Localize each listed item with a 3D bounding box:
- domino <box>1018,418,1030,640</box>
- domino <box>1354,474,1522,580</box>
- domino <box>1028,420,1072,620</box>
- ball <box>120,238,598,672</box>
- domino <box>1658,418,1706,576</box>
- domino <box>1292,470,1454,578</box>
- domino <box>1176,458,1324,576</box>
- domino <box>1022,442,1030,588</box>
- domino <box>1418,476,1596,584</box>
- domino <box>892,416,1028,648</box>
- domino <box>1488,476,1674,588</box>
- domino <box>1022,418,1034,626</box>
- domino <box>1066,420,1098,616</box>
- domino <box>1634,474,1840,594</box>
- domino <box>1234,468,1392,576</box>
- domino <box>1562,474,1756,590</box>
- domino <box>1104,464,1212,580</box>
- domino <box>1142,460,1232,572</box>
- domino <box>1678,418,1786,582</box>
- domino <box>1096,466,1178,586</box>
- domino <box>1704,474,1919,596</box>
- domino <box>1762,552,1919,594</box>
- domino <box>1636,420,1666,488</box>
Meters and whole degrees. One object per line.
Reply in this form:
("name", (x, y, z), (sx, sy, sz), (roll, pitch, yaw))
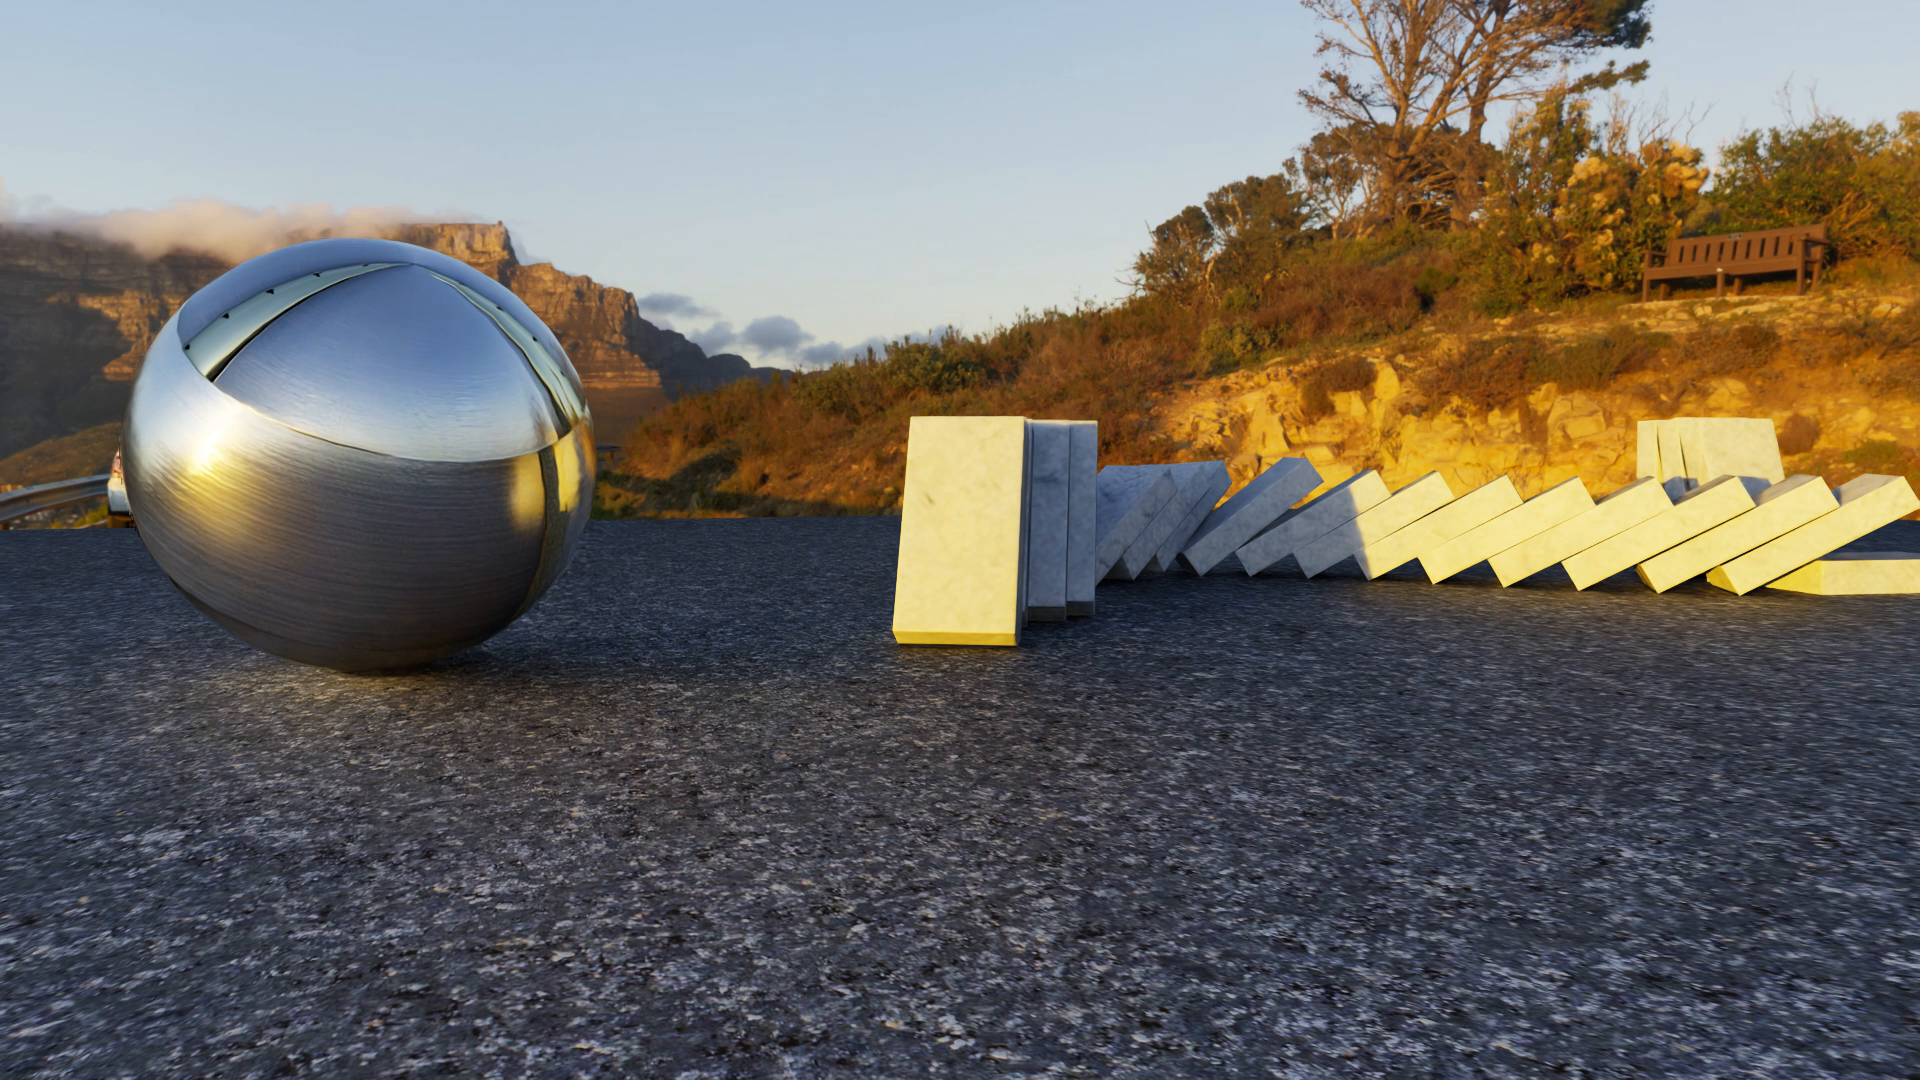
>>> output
("domino", (0.002, -0.003, 0.285), (0.025, 0.050, 0.009), (1, -24, 7))
("domino", (0.149, -0.004, 0.401), (0.050, 0.009, 0.025), (-31, -8, 22))
("domino", (0.014, -0.005, 0.316), (0.025, 0.050, 0.009), (1, -24, 7))
("ball", (-0.109, -0.016, 0.240), (0.080, 0.080, 0.080), (0, 4, 0))
("domino", (0.241, -0.014, 0.412), (0.025, 0.050, 0.010), (0, -8, -6))
("domino", (0.131, -0.005, 0.410), (0.050, 0.010, 0.025), (-31, -5, 17))
("domino", (0.093, -0.008, 0.423), (0.050, 0.009, 0.025), (-38, 5, 0))
("domino", (0.002, -0.004, 0.296), (0.025, 0.050, 0.009), (1, -24, 7))
("domino", (0.166, -0.003, 0.392), (0.050, 0.010, 0.025), (-30, -8, 23))
("domino", (0.001, -0.002, 0.274), (0.025, 0.050, 0.009), (1, -24, 7))
("domino", (0.184, -0.003, 0.383), (0.050, 0.009, 0.025), (-31, -8, 22))
("domino", (0.004, -0.005, 0.306), (0.025, 0.050, 0.009), (0, -24, 7))
("domino", (0.022, -0.006, 0.326), (0.025, 0.050, 0.010), (1, -24, 7))
("domino", (0.221, -0.002, 0.369), (0.050, 0.009, 0.025), (-31, -6, 19))
("domino", (0.113, -0.006, 0.416), (0.050, 0.009, 0.025), (-31, -2, 11))
("domino", (0.202, -0.002, 0.374), (0.050, 0.010, 0.025), (-31, -8, 23))
("domino", (0.057, -0.007, 0.414), (0.025, 0.010, 0.050), (2, 38, 46))
("domino", (0.068, -0.008, 0.430), (0.025, 0.010, 0.050), (-2, 35, 45))
("domino", (0.243, -0.013, 0.399), (0.025, 0.050, 0.009), (0, -15, -6))
("domino", (0.044, -0.005, 0.401), (0.025, 0.009, 0.050), (4, 39, 44))
("domino", (0.240, -0.002, 0.366), (0.050, 0.009, 0.025), (-31, -4, 15))
("domino", (0.266, 0.010, 0.378), (0.050, 0.010, 0.025), (-1, 4, -9))
("domino", (0.239, -0.015, 0.426), (0.025, 0.050, 0.009), (-1, 3, -7))
